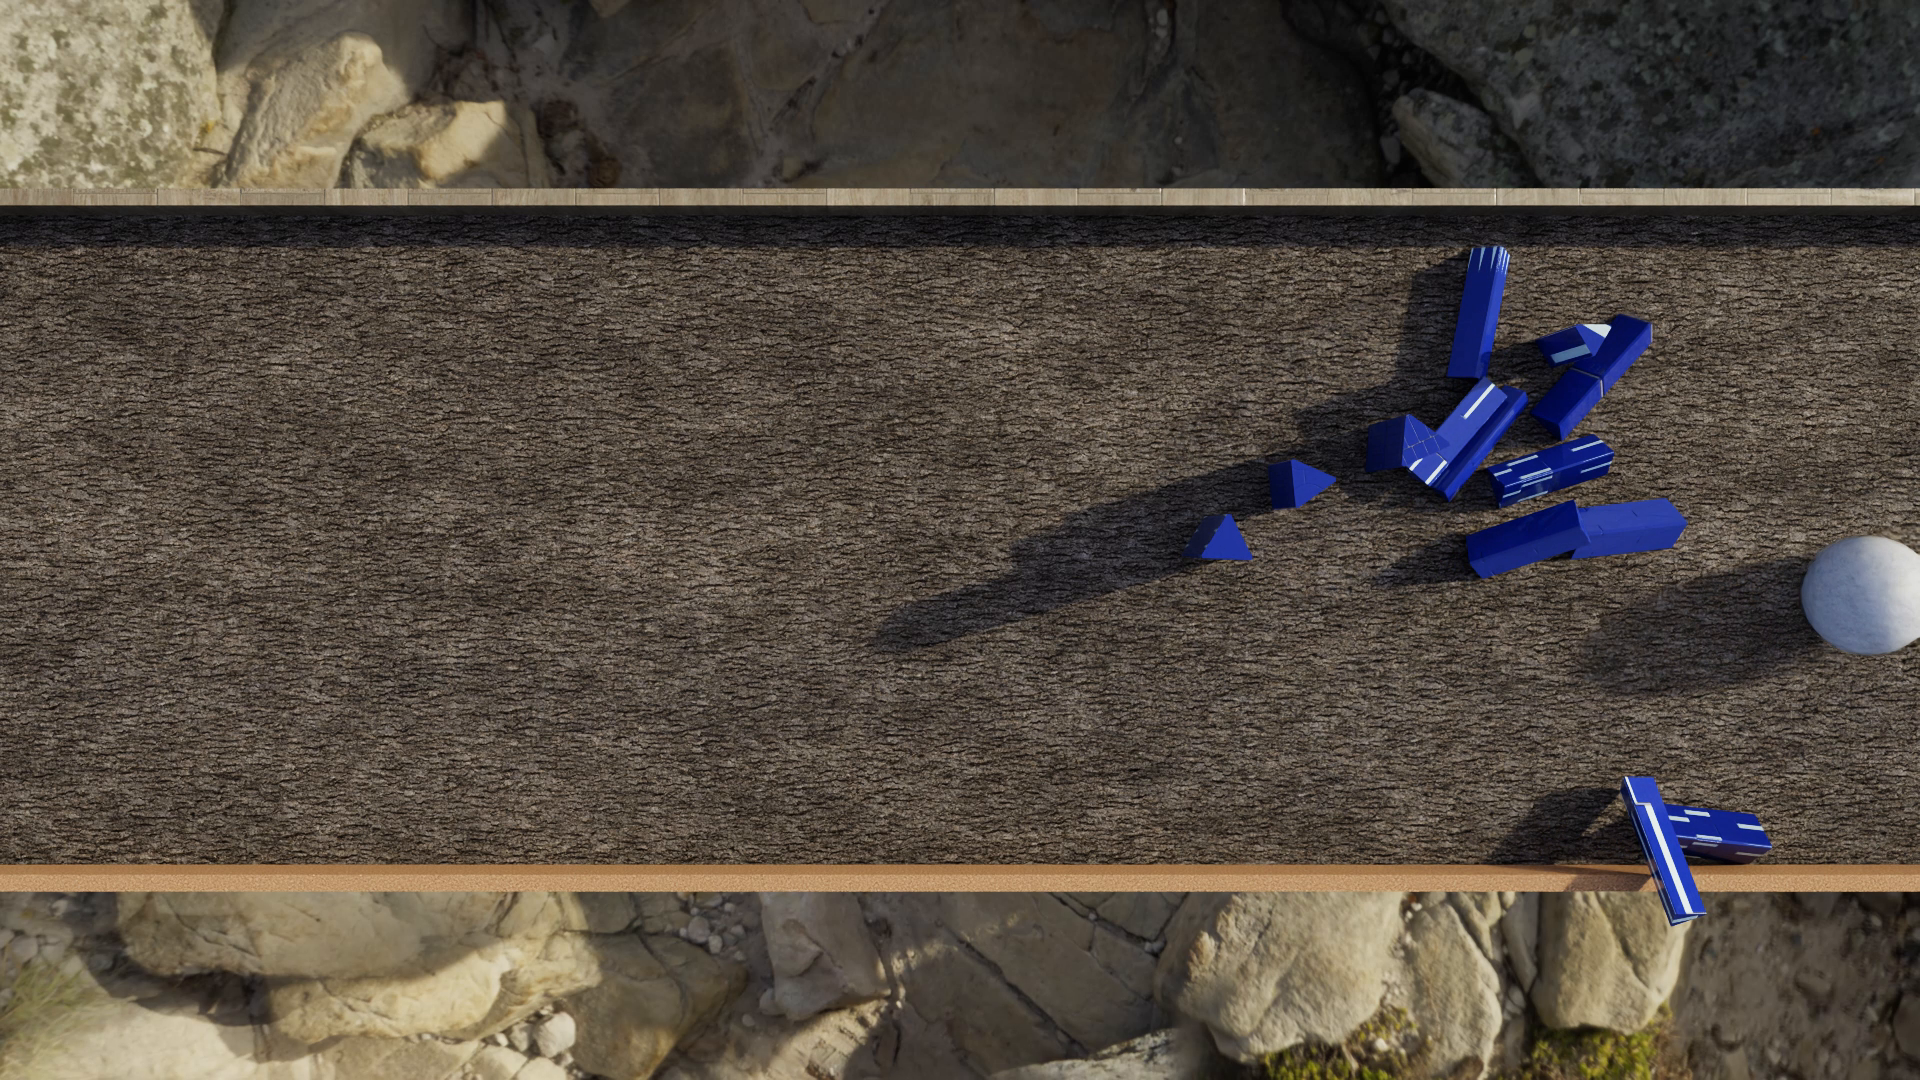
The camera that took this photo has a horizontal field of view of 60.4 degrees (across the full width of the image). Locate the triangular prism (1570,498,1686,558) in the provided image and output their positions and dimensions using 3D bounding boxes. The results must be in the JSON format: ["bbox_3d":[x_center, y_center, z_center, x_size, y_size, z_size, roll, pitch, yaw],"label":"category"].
[{"bbox_3d":[2.024,-0.034,5.007,0.313,0.131,0.151,-7,90,0],"label":"triangular prism"}]

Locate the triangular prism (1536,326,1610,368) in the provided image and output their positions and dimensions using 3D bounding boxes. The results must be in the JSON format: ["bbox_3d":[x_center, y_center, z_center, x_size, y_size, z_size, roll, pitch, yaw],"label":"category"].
[{"bbox_3d":[1.834,-0.595,4.908,0.088,0.337,0.102,-30,90,0],"label":"triangular prism"}]

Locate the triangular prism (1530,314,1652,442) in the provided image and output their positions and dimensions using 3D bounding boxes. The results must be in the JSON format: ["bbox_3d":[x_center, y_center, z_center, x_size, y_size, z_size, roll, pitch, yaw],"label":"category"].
[{"bbox_3d":[1.939,-0.499,5.016,0.131,0.114,0.414,42,90,0],"label":"triangular prism"}]

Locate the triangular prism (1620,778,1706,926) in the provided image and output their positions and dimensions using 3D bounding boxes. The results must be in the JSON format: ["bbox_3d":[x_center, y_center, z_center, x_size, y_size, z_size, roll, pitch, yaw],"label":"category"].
[{"bbox_3d":[2.067,0.913,4.898,0.109,0.094,0.436,-32,50,32],"label":"triangular prism"}]

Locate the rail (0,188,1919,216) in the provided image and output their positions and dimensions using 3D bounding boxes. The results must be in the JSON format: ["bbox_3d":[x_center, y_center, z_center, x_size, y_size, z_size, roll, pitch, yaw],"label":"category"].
[{"bbox_3d":[-2.247,-1.025,5.002,12.000,0.150,0.050,0,90,0],"label":"rail"}]

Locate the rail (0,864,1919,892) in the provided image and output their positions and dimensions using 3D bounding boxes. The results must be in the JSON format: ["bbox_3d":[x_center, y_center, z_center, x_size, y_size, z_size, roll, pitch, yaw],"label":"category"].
[{"bbox_3d":[-2.247,1.025,5.001,12.000,0.150,0.050,0,90,0],"label":"rail"}]

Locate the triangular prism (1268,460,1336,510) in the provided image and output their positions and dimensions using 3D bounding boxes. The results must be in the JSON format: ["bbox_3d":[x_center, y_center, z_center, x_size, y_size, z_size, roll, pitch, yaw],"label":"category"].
[{"bbox_3d":[0.985,-0.182,4.898,0.139,0.356,0.120,-36,90,0],"label":"triangular prism"}]

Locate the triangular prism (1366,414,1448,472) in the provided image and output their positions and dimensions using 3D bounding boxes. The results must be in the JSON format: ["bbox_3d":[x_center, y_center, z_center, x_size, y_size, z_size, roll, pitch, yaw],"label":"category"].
[{"bbox_3d":[1.290,-0.298,4.866,0.148,0.420,0.128,-25,90,0],"label":"triangular prism"}]

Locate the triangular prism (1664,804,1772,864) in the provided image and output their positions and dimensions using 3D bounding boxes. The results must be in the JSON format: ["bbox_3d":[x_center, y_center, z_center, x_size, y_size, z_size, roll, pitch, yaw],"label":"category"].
[{"bbox_3d":[2.277,0.902,5.008,0.315,0.131,0.151,7,90,0],"label":"triangular prism"}]

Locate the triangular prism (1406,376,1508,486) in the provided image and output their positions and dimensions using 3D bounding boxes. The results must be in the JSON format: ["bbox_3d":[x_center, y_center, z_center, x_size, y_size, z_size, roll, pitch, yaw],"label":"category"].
[{"bbox_3d":[1.495,-0.338,5.014,0.361,0.096,0.083,-49,121,0],"label":"triangular prism"}]

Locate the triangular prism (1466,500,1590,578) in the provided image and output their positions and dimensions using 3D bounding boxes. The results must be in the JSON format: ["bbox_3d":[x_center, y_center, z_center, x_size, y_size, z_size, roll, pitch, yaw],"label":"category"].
[{"bbox_3d":[1.699,0.007,4.949,0.332,0.121,0.139,-21,90,25],"label":"triangular prism"}]

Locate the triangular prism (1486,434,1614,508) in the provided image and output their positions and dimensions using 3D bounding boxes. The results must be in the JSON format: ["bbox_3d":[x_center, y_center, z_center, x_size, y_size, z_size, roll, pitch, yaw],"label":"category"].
[{"bbox_3d":[1.804,-0.212,5.018,0.345,0.112,0.129,-18,90,0],"label":"triangular prism"}]

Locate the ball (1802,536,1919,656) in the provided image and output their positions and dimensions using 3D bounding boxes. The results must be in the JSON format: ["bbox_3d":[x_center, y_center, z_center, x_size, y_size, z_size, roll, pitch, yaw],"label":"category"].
[{"bbox_3d":[2.698,0.165,4.899,0.354,0.354,0.354,0,90,0],"label":"ball"}]

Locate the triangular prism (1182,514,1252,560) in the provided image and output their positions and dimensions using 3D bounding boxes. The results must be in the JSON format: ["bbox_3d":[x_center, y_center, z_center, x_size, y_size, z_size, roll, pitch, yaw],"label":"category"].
[{"bbox_3d":[0.755,-0.011,4.861,0.143,0.431,0.124,3,90,0],"label":"triangular prism"}]
